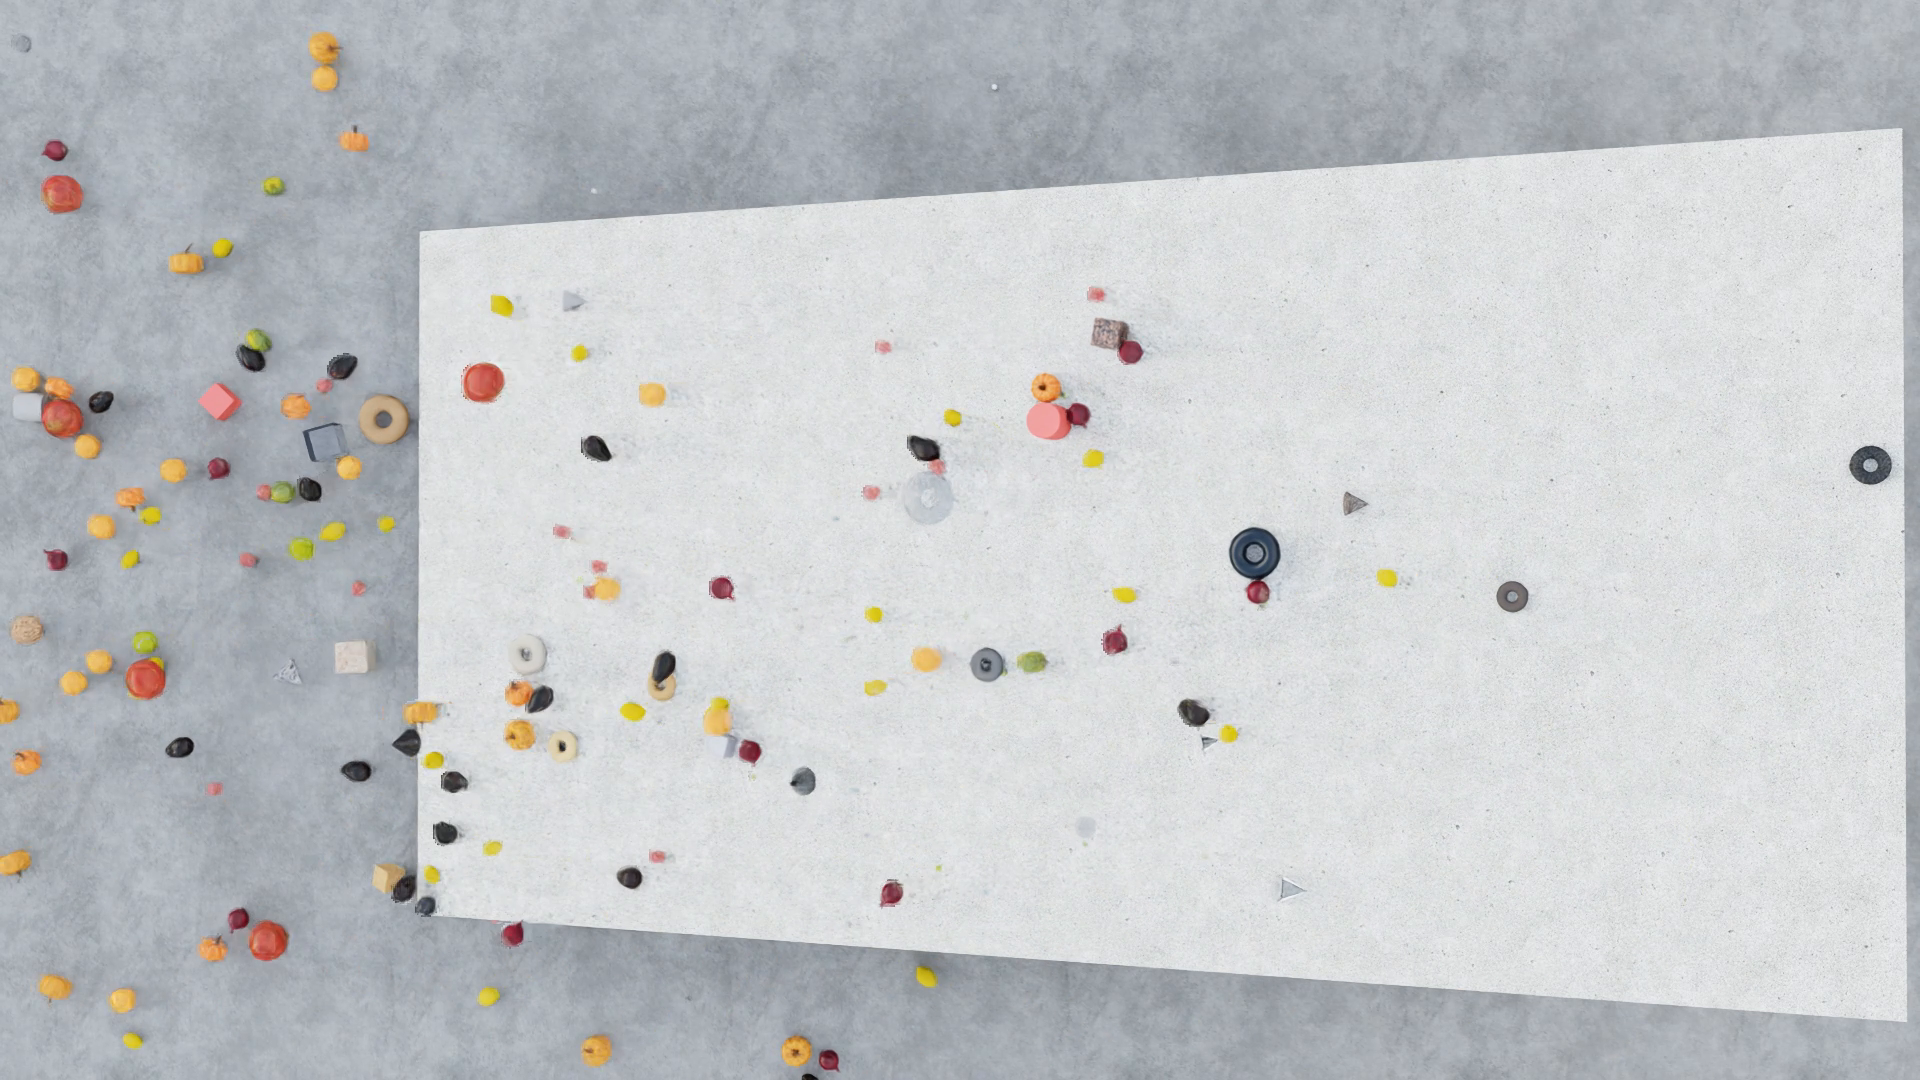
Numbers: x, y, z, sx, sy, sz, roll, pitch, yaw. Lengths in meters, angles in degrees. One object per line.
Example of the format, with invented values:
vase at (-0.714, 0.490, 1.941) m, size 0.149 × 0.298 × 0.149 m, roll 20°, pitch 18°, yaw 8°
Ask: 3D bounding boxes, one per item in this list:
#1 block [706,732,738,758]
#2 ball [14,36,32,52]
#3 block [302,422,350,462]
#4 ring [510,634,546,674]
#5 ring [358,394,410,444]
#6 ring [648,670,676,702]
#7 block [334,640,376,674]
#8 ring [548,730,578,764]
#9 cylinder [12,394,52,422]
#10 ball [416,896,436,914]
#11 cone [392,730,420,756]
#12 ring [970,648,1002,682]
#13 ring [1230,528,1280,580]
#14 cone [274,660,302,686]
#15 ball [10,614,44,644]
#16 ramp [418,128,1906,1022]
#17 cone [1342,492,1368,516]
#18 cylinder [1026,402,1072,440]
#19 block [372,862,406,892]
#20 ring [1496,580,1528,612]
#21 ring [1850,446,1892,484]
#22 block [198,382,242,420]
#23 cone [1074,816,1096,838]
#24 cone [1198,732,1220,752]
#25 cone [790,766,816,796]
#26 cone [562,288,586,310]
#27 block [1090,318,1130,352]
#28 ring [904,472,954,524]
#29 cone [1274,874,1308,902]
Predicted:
block at (-0.653, 0.561, 6.021) m, size 0.058 × 0.058 × 0.058 m, roll 16°, pitch 95°, yaw 22°
ball at (-2.781, -1.472, 6.529) m, size 0.050 × 0.050 × 0.050 m, roll 0°, pitch 89°, yaw 0°
block at (-1.871, -0.287, 6.493) m, size 0.093 × 0.093 × 0.093 m, roll -16°, pitch 89°, yaw 0°
ring at (-1.234, 0.326, 6.274) m, size 0.117 × 0.039 × 0.117 m, roll 0°, pitch 91°, yaw 22°
ring at (-1.707, -0.357, 6.516) m, size 0.149 × 0.050 × 0.149 m, roll 0°, pitch 90°, yaw -1°
ring at (-0.829, 0.406, 6.111) m, size 0.089 × 0.030 × 0.089 m, roll -1°, pitch 88°, yaw 22°
block at (-1.782, 0.343, 6.483) m, size 0.091 × 0.091 × 0.091 m, roll -3°, pitch 91°, yaw 1°
ring at (-1.125, 0.586, 6.230) m, size 0.094 × 0.031 × 0.094 m, roll 0°, pitch 91°, yaw 23°
cylinder at (-2.742, -0.390, 6.499) m, size 0.082 × 0.082 × 0.082 m, roll 2°, pitch 89°, yaw 0°
ball at (-1.549, 1.061, 6.385) m, size 0.054 × 0.054 × 0.054 m, roll 0°, pitch 89°, yaw 0°
cone at (-1.631, 0.595, 6.415) m, size 0.081 × 0.081 × 0.081 m, roll 0°, pitch 89°, yaw 30°
ring at (0.070, 0.327, 5.742) m, size 0.091 × 0.030 × 0.091 m, roll 0°, pitch 89°, yaw 21°
ring at (0.732, 0.033, 5.466) m, size 0.131 × 0.044 × 0.131 m, roll 0°, pitch 91°, yaw 22°
cone at (-1.976, 0.407, 6.513) m, size 0.077 × 0.077 × 0.077 m, roll -44°, pitch 116°, yaw 0°
ball at (-2.753, 0.265, 6.489) m, size 0.088 × 0.088 × 0.088 m, roll 0°, pitch 89°, yaw 0°
ramp at (0.283, 0.086, 5.728) m, size 4.000 × 0.100 × 2.000 m, roll 0°, pitch 89°, yaw 22°
cone at (0.973, -0.088, 5.378) m, size 0.059 × 0.059 × 0.059 m, roll 0°, pitch 89°, yaw -6°
cylinder at (0.230, -0.305, 5.651) m, size 0.092 × 0.092 × 0.092 m, roll 0°, pitch 89°, yaw 22°
block at (-1.679, 0.994, 6.470) m, size 0.063 × 0.063 × 0.063 m, roll 19°, pitch 102°, yaw 40°
ring at (1.315, 0.135, 5.235) m, size 0.075 × 0.025 × 0.075 m, roll -1°, pitch 88°, yaw 23°
ring at (2.044, -0.168, 4.937) m, size 0.089 × 0.030 × 0.089 m, roll 0°, pitch 90°, yaw 21°
block at (-2.187, -0.408, 6.503) m, size 0.076 × 0.076 × 0.076 m, roll 44°, pitch 89°, yaw 0°
cone at (0.310, 0.737, 5.623) m, size 0.057 × 0.057 × 0.057 m, roll 0°, pitch 89°, yaw 22°
cone at (0.628, 0.504, 5.514) m, size 0.050 × 0.050 × 0.050 m, roll -9°, pitch 89°, yaw -5°
cone at (-0.440, 0.653, 5.921) m, size 0.080 × 0.080 × 0.080 m, roll 0°, pitch 89°, yaw 22°
cone at (-1.087, -0.677, 6.230) m, size 0.066 × 0.066 × 0.066 m, roll 5°, pitch 89°, yaw -4°
block at (0.383, -0.524, 5.602) m, size 0.071 × 0.071 × 0.071 m, roll 12°, pitch 94°, yaw 22°
ring at (-0.082, -0.111, 5.801) m, size 0.143 × 0.048 × 0.143 m, roll 0°, pitch 89°, yaw 21°
cone at (0.821, 0.863, 5.425) m, size 0.072 × 0.072 × 0.072 m, roll 6°, pitch 89°, yaw -4°
